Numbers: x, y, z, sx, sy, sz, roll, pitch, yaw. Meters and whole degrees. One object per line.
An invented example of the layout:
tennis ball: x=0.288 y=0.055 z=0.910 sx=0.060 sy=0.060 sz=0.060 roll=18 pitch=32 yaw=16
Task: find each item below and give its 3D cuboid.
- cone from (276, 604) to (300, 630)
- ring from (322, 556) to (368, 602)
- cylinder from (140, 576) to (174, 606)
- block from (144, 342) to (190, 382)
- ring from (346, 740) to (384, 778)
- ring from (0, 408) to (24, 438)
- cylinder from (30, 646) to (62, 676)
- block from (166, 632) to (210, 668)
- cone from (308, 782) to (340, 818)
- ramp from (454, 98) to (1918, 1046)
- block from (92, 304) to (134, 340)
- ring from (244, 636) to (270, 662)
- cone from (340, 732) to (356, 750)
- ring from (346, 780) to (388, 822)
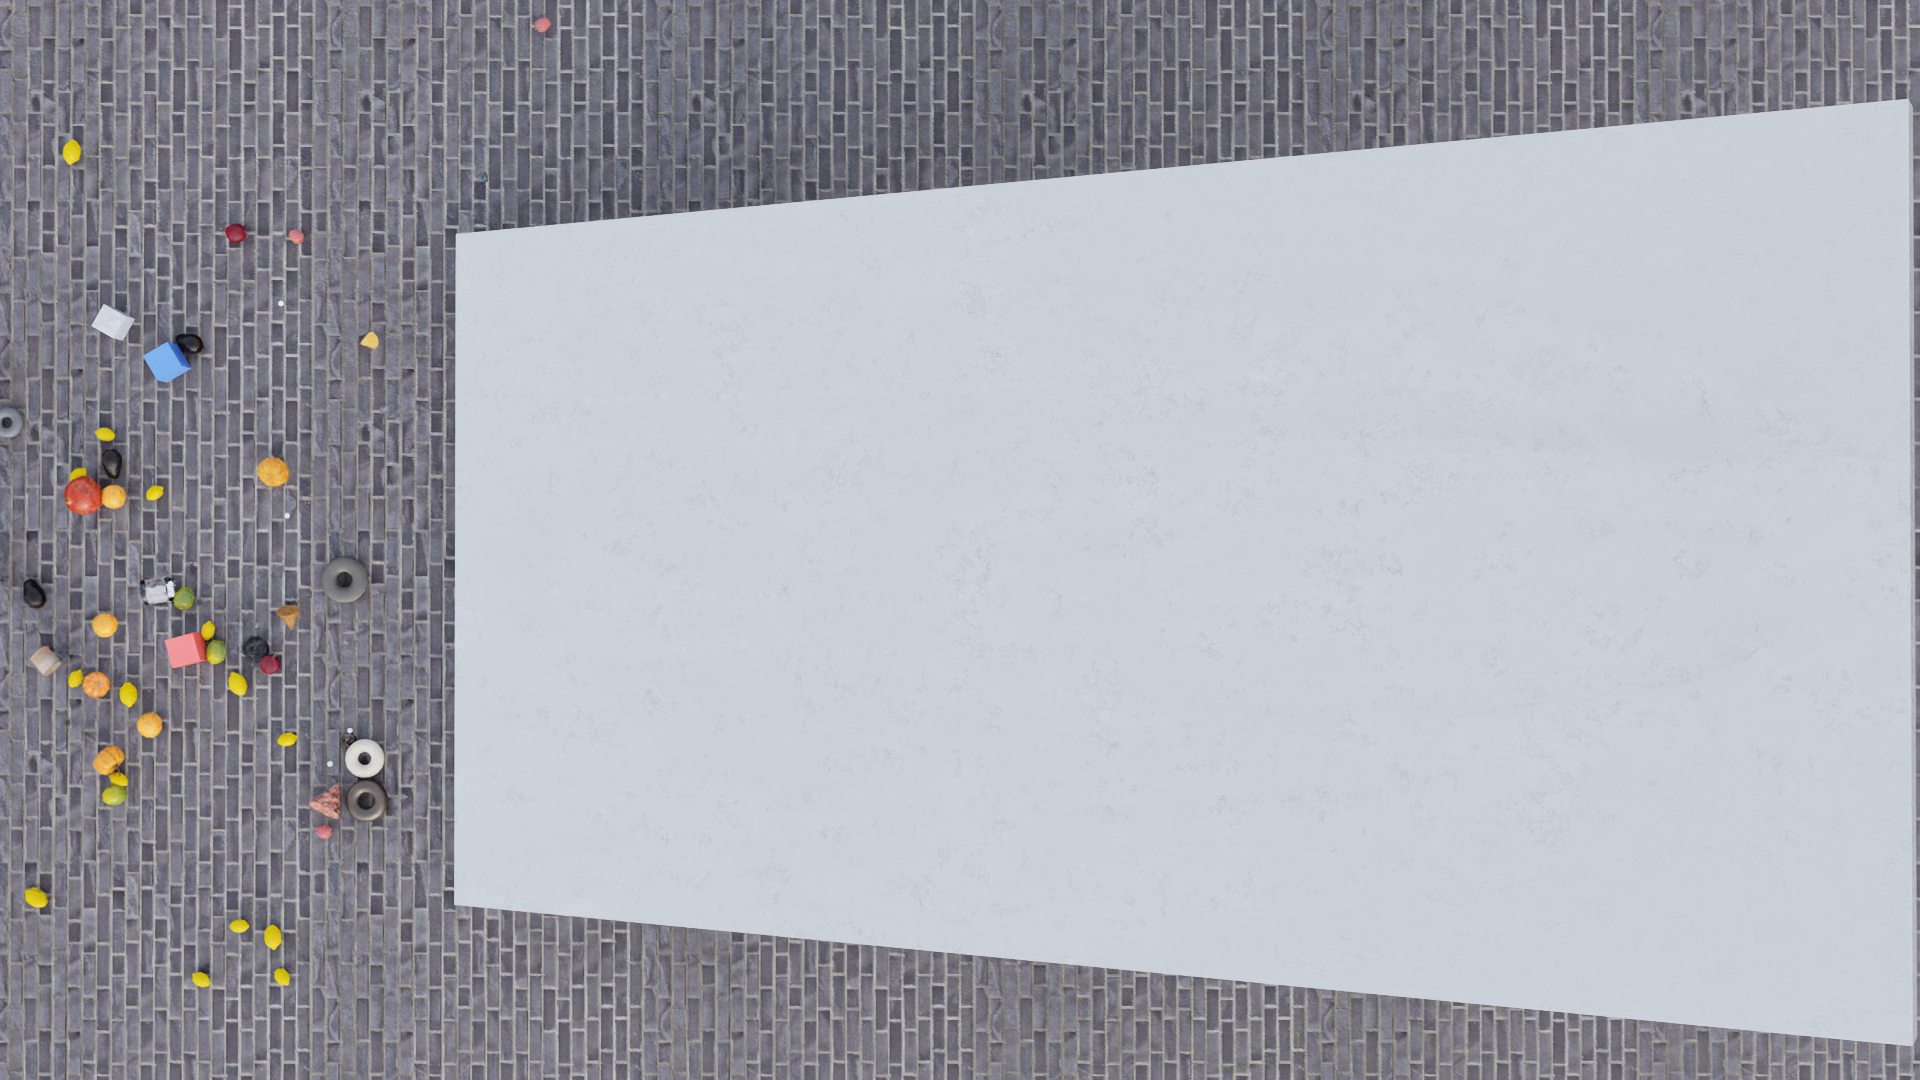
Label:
cone: x=-2.020 y=0.242 z=6.627 sx=0.069 sy=0.069 sz=0.069 roll=-2 pitch=116 yaw=0
ring: x=-1.853 y=0.119 z=6.621 sx=0.139 sy=0.046 sz=0.139 roll=0 pitch=91 yaw=0
cylinder: x=-2.412 y=0.153 z=6.606 sx=0.076 sy=0.076 sz=0.076 roll=-9 pitch=89 yaw=0
block: x=-2.382 y=-0.534 z=6.609 sx=0.084 sy=0.084 sz=0.084 roll=-31 pitch=89 yaw=0
ring: x=-1.792 y=0.658 z=6.620 sx=0.117 sy=0.039 sz=0.117 roll=0 pitch=91 yaw=0
ring: x=-2.873 y=-0.354 z=6.634 sx=0.094 sy=0.031 sz=0.094 roll=0 pitch=89 yaw=-1
cylinder: x=-2.747 y=0.362 z=6.610 sx=0.065 sy=0.065 sz=0.065 roll=-43 pitch=90 yaw=0
block: x=-2.318 y=0.330 z=6.599 sx=0.086 sy=0.086 sz=0.086 roll=-16 pitch=89 yaw=0
cone: x=-1.890 y=0.769 z=6.615 sx=0.099 sy=0.099 sz=0.099 roll=23 pitch=63 yaw=0
ramp: x=0.275 y=0.077 z=5.644 sx=4.000 sy=0.100 sz=2.000 roll=0 pitch=89 yaw=29
block: x=-2.547 y=-0.654 z=6.615 sx=0.075 sy=0.075 sz=0.075 roll=29 pitch=89 yaw=0
ring: x=-2.122 y=0.331 z=6.629 sx=0.079 sy=0.026 sz=0.079 roll=0 pitch=88 yaw=1
cone: x=-1.846 y=0.608 z=6.612 sx=0.053 sy=0.053 sz=0.053 roll=0 pitch=89 yaw=0
ring: x=-1.785 y=0.784 z=6.616 sx=0.129 sy=0.043 sz=0.129 roll=0 pitch=88 yaw=1
